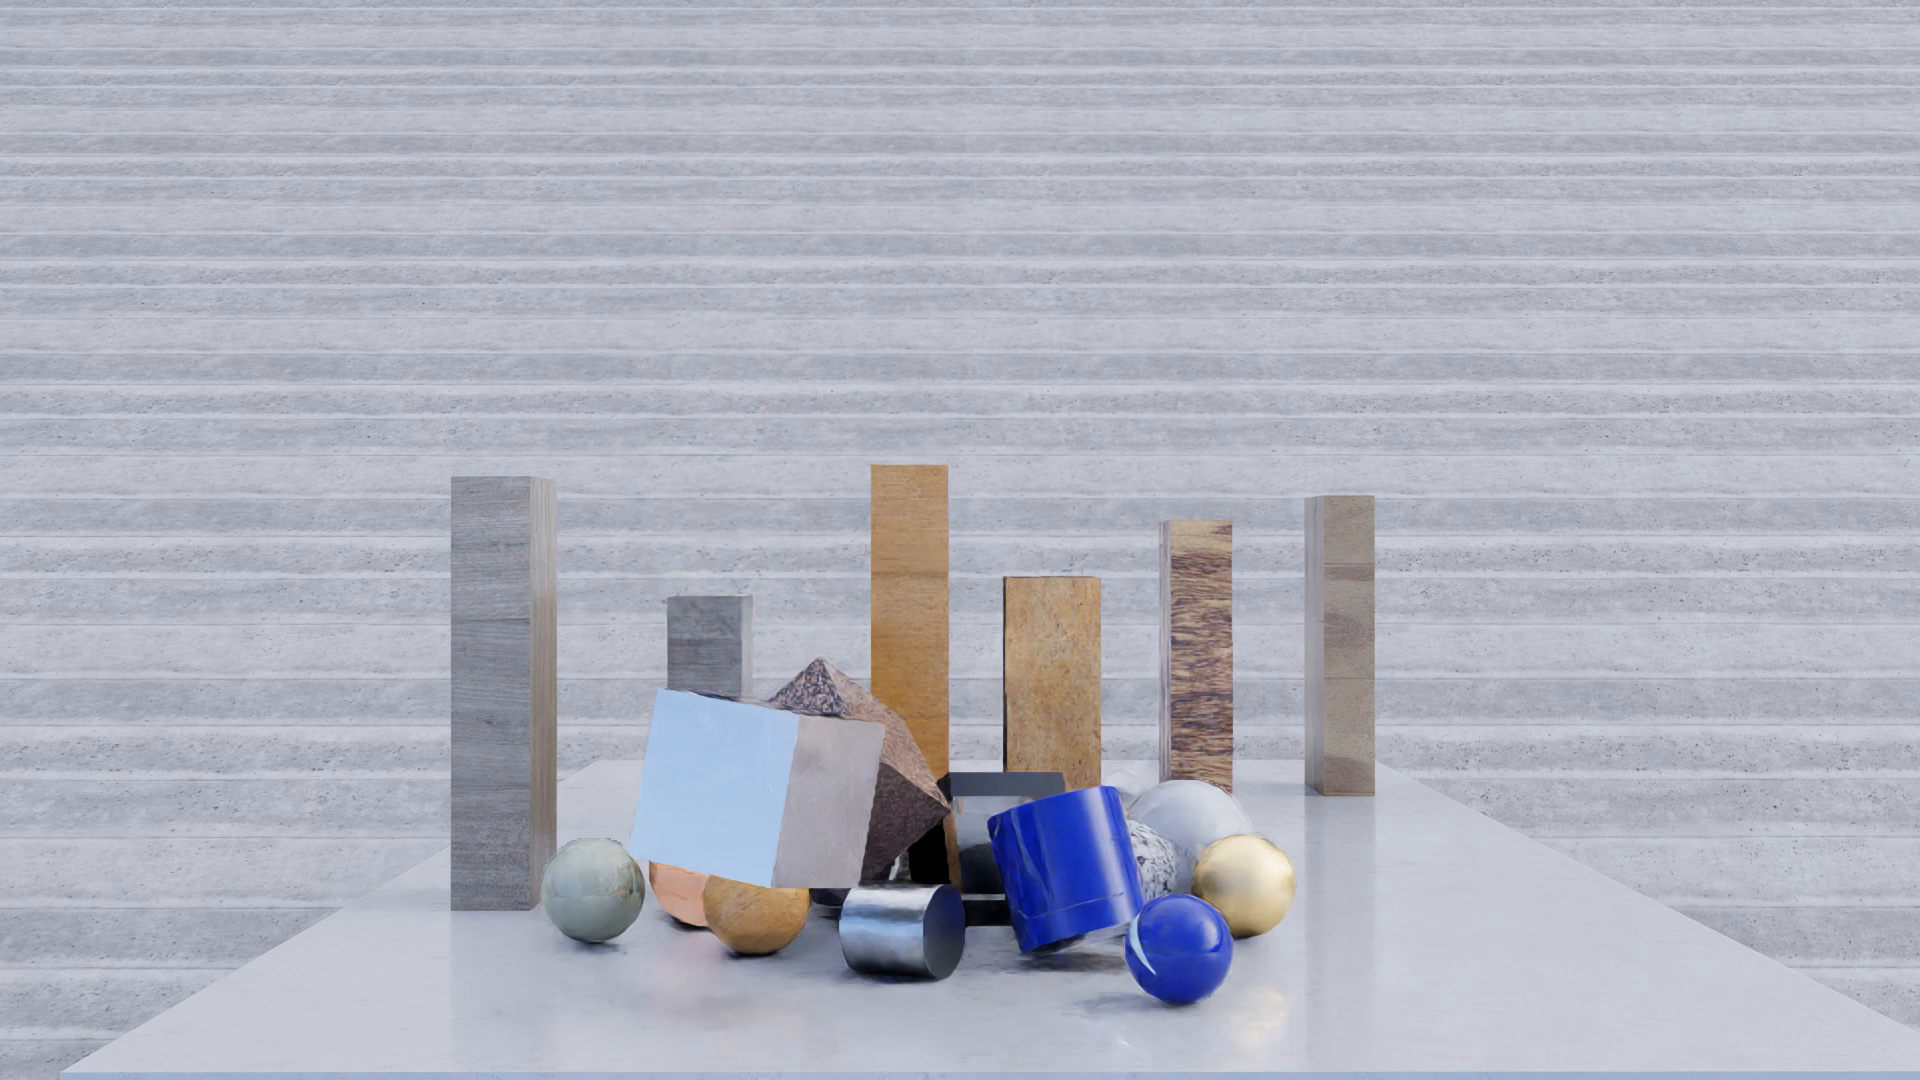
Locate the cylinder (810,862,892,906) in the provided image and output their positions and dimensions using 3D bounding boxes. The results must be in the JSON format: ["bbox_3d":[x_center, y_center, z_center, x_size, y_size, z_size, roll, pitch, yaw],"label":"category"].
[{"bbox_3d":[-0.174,0.422,3.802,0.163,0.163,0.163,6,38,-5],"label":"cylinder"}]

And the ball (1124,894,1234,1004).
[{"bbox_3d":[0.261,0.486,3.081,0.130,0.130,0.130,0,31,0],"label":"ball"}]

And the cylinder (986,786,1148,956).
[{"bbox_3d":[0.144,0.436,3.402,0.180,0.180,0.180,-10,75,-17],"label":"cylinder"}]

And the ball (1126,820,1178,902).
[{"bbox_3d":[0.226,0.474,3.649,0.160,0.160,0.160,0,31,0],"label":"ball"}]

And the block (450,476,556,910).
[{"bbox_3d":[-0.703,0.230,4.006,0.119,0.650,0.259,0,0,0],"label":"block"}]

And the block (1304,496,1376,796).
[{"bbox_3d":[0.853,0.233,5.833,0.112,0.660,0.312,0,0,0],"label":"block"}]

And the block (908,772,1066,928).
[{"bbox_3d":[0.041,0.433,3.608,0.172,0.172,0.172,3,66,-23],"label":"block"}]

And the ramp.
[{"bbox_3d":[0.068,0.608,4.676,2.000,0.100,4.000,0,0,0],"label":"ramp"}]

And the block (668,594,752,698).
[{"bbox_3d":[-0.488,0.335,5.074,0.141,0.451,0.259,0,0,0],"label":"block"}]

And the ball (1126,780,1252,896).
[{"bbox_3d":[0.333,0.454,3.825,0.201,0.201,0.201,0,31,0],"label":"ball"}]

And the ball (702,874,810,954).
[{"bbox_3d":[-0.271,0.481,3.456,0.143,0.143,0.143,0,31,0],"label":"ball"}]

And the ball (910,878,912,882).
[{"bbox_3d":[-0.006,0.487,3.805,0.135,0.135,0.135,0,31,0],"label":"ball"}]

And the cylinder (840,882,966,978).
[{"bbox_3d":[-0.072,0.493,3.280,0.118,0.118,0.118,-4,27,27],"label":"cylinder"}]

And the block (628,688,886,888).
[{"bbox_3d":[-0.237,0.294,3.059,0.199,0.199,0.199,8,-3,29],"label":"block"}]

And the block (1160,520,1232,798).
[{"bbox_3d":[0.490,0.261,5.406,0.124,0.601,0.317,0,0,0],"label":"block"}]

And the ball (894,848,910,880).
[{"bbox_3d":[-0.116,0.465,4.234,0.183,0.183,0.183,0,31,0],"label":"ball"}]

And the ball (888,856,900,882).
[{"bbox_3d":[-0.160,0.488,3.992,0.135,0.135,0.135,0,31,0],"label":"ball"}]

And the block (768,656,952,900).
[{"bbox_3d":[-0.173,0.323,3.501,0.194,0.194,0.194,-41,42,10],"label":"block"}]

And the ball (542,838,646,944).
[{"bbox_3d":[-0.504,0.483,3.561,0.142,0.142,0.142,0,31,0],"label":"ball"}]

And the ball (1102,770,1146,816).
[{"bbox_3d":[0.311,0.505,5.046,0.109,0.109,0.109,0,31,0],"label":"ball"}]

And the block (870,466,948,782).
[{"bbox_3d":[-0.088,0.214,4.656,0.134,0.688,0.315,0,0,0],"label":"block"}]

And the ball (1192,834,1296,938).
[{"bbox_3d":[0.394,0.481,3.607,0.144,0.144,0.144,0,31,0],"label":"ball"}]

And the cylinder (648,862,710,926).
[{"bbox_3d":[-0.365,0.470,3.769,0.165,0.165,0.165,-2,-2,-3],"label":"cylinder"}]

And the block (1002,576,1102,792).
[{"bbox_3d":[0.139,0.306,3.977,0.141,0.498,0.261,0,0,0],"label":"block"}]
